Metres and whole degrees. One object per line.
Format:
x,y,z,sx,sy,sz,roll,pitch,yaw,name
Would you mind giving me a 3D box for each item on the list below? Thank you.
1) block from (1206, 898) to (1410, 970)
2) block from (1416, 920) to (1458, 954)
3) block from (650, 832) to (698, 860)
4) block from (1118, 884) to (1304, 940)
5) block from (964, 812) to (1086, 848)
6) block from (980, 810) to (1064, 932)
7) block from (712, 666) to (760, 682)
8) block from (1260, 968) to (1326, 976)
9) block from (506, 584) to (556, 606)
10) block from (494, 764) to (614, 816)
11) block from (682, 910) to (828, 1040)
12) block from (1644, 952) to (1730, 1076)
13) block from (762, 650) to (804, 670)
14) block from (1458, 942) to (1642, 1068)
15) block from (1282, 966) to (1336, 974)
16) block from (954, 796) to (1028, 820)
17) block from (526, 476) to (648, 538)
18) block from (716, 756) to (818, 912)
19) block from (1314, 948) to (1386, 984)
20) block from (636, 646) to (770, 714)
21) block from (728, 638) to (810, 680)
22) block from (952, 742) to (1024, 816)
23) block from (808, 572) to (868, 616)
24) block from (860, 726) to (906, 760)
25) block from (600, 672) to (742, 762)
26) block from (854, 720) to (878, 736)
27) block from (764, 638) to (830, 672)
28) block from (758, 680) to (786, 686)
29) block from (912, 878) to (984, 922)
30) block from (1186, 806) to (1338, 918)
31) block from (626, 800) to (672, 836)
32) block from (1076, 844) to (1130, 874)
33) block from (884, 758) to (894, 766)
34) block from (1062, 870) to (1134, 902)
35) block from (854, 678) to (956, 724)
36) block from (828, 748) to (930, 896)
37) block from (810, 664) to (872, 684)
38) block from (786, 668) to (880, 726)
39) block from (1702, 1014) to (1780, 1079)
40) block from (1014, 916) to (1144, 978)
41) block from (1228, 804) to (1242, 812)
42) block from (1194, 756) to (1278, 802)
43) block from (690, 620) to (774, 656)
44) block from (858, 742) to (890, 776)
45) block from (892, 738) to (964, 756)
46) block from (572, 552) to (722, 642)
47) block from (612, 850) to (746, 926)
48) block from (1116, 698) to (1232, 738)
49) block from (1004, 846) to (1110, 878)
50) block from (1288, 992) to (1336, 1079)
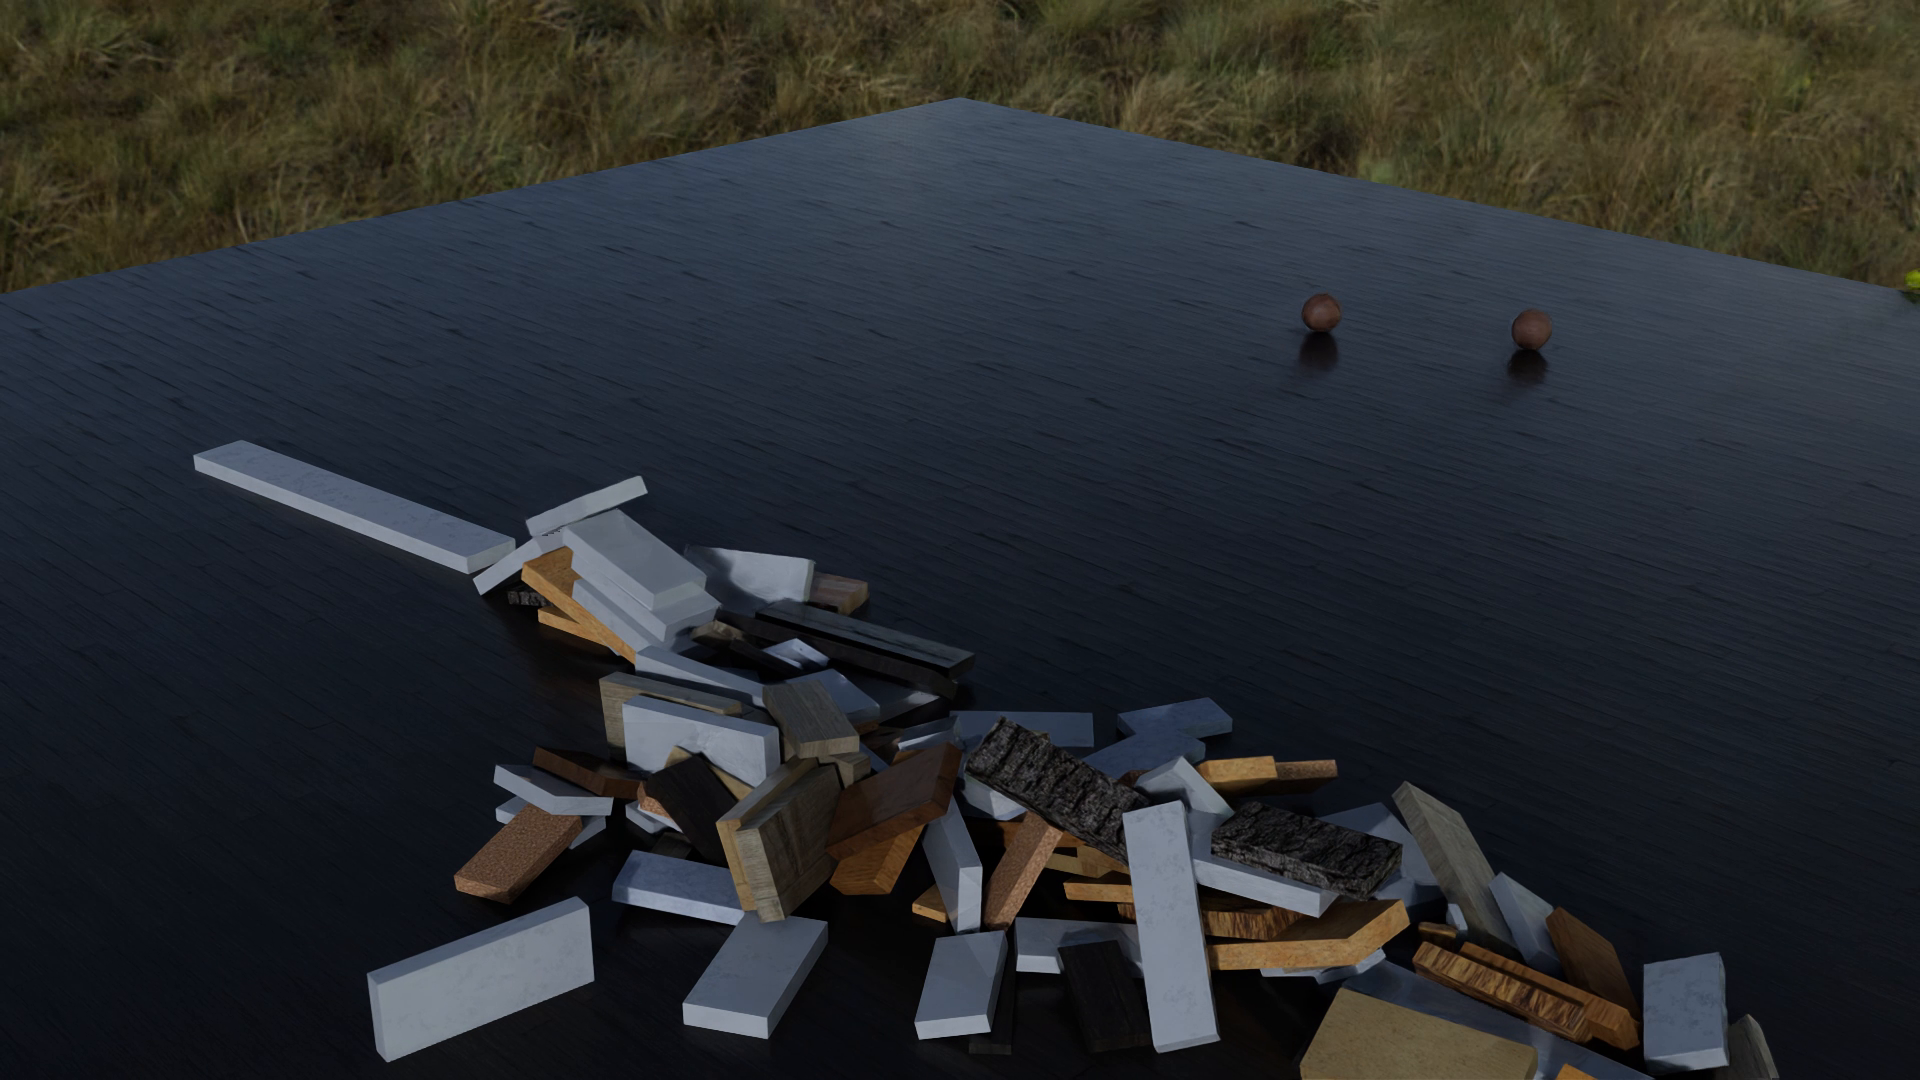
0.604,0.696,3.873,0.169,0.048,0.338,-23,6,-43,block
0.836,0.733,3.866,0.065,0.130,0.018,6,28,17,block
-0.566,0.619,4.276,0.075,0.021,0.150,6,24,13,block
0.470,0.660,4.003,0.338,0.048,0.169,-5,13,45,block
0.169,0.539,4.253,0.173,0.049,0.346,-20,7,-38,block
0.106,0.610,4.046,0.031,0.220,0.110,29,2,-20,block
-0.549,0.314,4.922,0.195,0.028,0.098,2,17,45,block
0.600,0.750,3.895,0.065,0.018,0.130,-24,7,-40,block
-0.984,0.125,5.353,0.231,0.033,0.116,2,19,41,block
-0.820,0.503,4.426,0.130,0.037,0.260,7,5,-39,block
-0.359,0.765,3.901,0.155,0.044,0.310,6,24,15,block
1.224,0.799,3.713,0.129,0.036,0.257,-16,21,24,block
-0.393,0.276,4.881,0.098,0.049,0.014,19,62,21,block
0.993,0.786,3.720,0.299,0.149,0.042,19,64,38,block
0.631,0.726,3.825,0.130,0.018,0.065,-16,5,35,block
0.034,0.494,4.401,0.173,0.049,0.346,-20,13,-39,block
-0.882,-0.078,5.185,0.160,0.045,0.319,-23,4,-36,block
-0.342,0.550,4.177,0.050,0.176,0.353,-12,10,22,block
0.676,0.739,3.813,0.065,0.018,0.130,-25,-6,-30,block
-0.477,0.376,4.613,0.485,0.180,0.051,17,27,28,block
-0.419,0.290,4.886,0.195,0.098,0.028,24,64,12,block
0.074,0.456,4.281,0.173,0.049,0.346,-16,10,-20,block
-0.403,0.126,5.407,0.319,0.045,0.159,10,25,23,block
-0.212,0.426,4.633,0.118,0.034,0.237,-21,15,-41,block
-0.593,0.394,4.550,0.360,0.180,0.051,9,23,37,block
-0.281,0.393,4.685,0.114,0.032,0.228,-19,11,-31,block
-0.380,0.268,4.913,0.194,0.092,0.026,-20,42,55,block
-0.428,0.336,4.835,0.098,0.028,0.195,-21,13,-42,block
-0.021,0.671,4.154,0.072,0.020,0.143,13,26,28,block
0.521,0.575,3.947,0.337,0.048,0.169,12,25,30,block
-0.567,0.536,4.462,0.199,0.028,0.099,-19,29,-37,block
0.349,0.582,4.081,0.241,0.034,0.121,10,23,40,block
-0.100,0.457,4.537,0.118,0.034,0.237,-19,10,-35,block
0.325,0.636,4.113,0.241,0.034,0.121,-6,13,43,block
-0.144,0.339,4.916,0.254,0.036,0.127,-20,30,-39,block
-0.126,0.534,4.174,0.149,0.042,0.299,-13,42,52,block
-0.251,0.287,5.040,0.123,0.035,0.247,13,26,27,block
-0.271,0.337,4.657,0.114,0.032,0.228,-13,23,-25,block
1.270,0.873,3.573,0.031,0.108,0.216,41,22,-10,block
0.221,0.734,3.960,0.242,0.034,0.121,4,23,-3,block
0.608,0.595,4.208,0.261,0.037,0.130,10,69,22,block
0.467,0.480,4.226,0.146,0.041,0.292,-1,-21,-27,block
-0.509,0.236,4.988,0.184,0.026,0.092,27,-32,-34,block
-0.198,0.482,4.473,0.034,0.118,0.237,-13,26,-29,block
-0.063,0.426,4.439,0.072,0.020,0.144,-17,3,-39,block
-0.726,0.107,5.087,0.338,0.048,0.169,35,37,30,block
-0.513,0.654,4.134,0.253,0.036,0.126,10,24,6,block
0.466,0.398,4.783,0.223,0.032,0.112,-9,24,-19,block
0.214,0.595,4.240,0.121,0.034,0.241,-21,17,-41,block
0.726,0.869,3.579,0.336,0.048,0.168,16,48,33,block
